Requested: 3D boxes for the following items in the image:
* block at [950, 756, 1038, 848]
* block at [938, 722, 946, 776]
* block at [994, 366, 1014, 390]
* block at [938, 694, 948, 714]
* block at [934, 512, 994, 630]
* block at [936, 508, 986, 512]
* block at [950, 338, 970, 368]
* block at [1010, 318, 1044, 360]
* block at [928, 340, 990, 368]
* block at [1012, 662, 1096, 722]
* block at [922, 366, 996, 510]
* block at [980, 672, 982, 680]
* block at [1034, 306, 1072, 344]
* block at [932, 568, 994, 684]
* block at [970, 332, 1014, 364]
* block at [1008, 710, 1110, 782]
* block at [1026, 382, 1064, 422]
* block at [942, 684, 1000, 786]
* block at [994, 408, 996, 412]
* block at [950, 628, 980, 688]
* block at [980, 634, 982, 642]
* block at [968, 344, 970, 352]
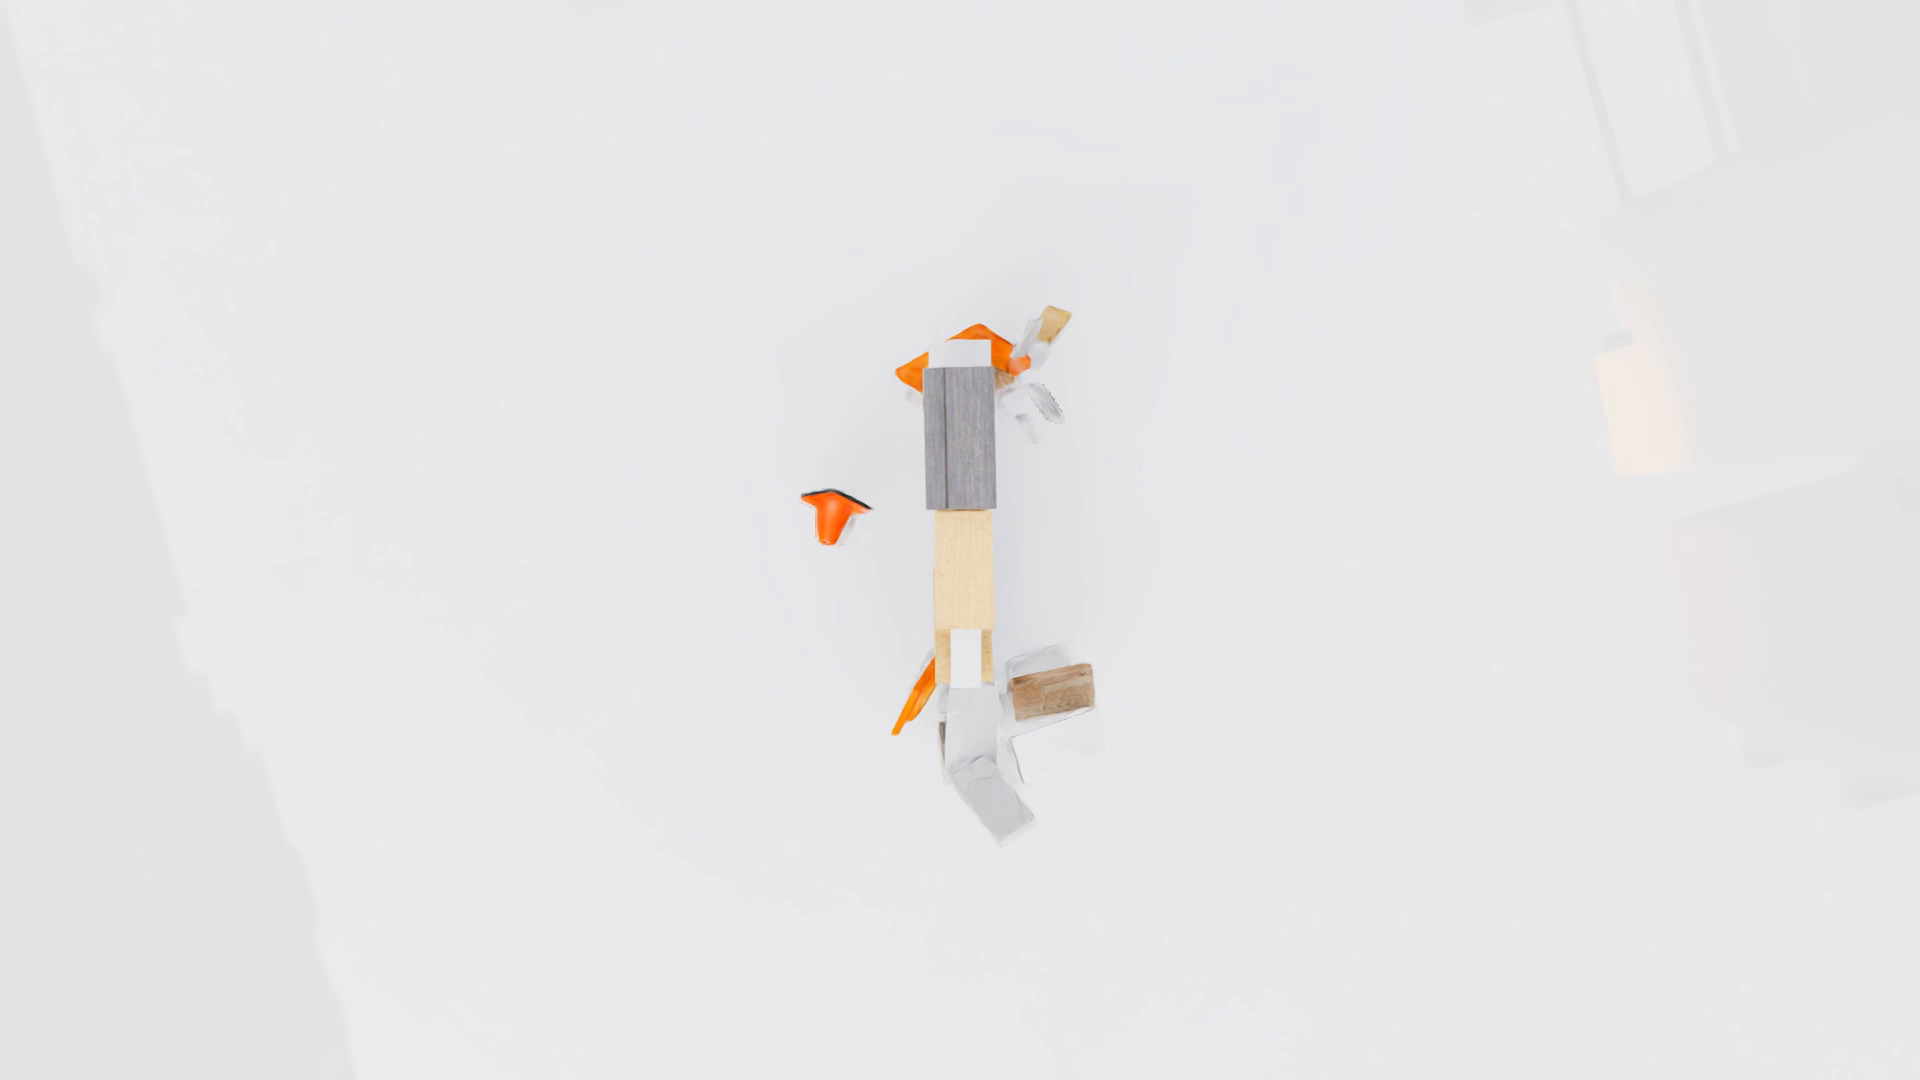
[{"bbox_3d":[0.097,0.778,4.918,0.135,0.038,0.271,-30,53,-15],"label":"block"},{"bbox_3d":[0.014,0.672,5.281,0.157,0.428,0.044,5,99,-3],"label":"block"},{"bbox_3d":[0.106,-0.490,4.984,0.064,0.129,0.018,-24,69,24],"label":"block"},{"bbox_3d":[0.024,0.525,5.298,0.157,0.313,0.044,2,80,-7],"label":"block"},{"bbox_3d":[0.011,0.075,4.104,0.145,0.041,0.290,-1,90,0],"label":"block"},{"bbox_3d":[0.004,-0.064,4.432,0.132,0.037,0.264,0,91,0],"label":"block"},{"bbox_3d":[-0.001,-0.469,4.260,0.049,0.014,0.098,-2,89,1],"label":"block"},{"bbox_3d":[0.202,-0.607,4.967,0.018,0.064,0.129,41,123,19],"label":"block"},{"bbox_3d":[0.000,-0.366,4.386,0.162,0.046,0.325,-1,88,0],"label":"block"},{"bbox_3d":[0.284,0.467,5.038,0.271,0.038,0.135,-15,72,34],"label":"block"},{"bbox_3d":[0.000,-0.246,3.996,0.171,0.048,0.342,-1,90,0],"label":"block"},{"bbox_3d":[0.015,0.356,4.358,0.078,0.157,0.022,-1,89,-1],"label":"block"},{"bbox_3d":[0.276,-0.667,5.106,0.080,0.023,0.159,22,45,17],"label":"block"},{"bbox_3d":[0.008,0.229,4.457,0.155,0.044,0.310,-1,91,-1],"label":"block"},{"bbox_3d":[0.108,-0.628,5.411,0.023,0.159,0.080,-31,63,40],"label":"block"},{"bbox_3d":[0.292,0.606,4.852,0.271,0.038,0.135,-17,86,-12],"label":"block"},{"bbox_3d":[0.253,-0.412,4.915,0.018,0.064,0.129,-44,61,23],"label":"block"},{"bbox_3d":[0.035,0.602,5.074,0.157,0.044,0.313,5,69,-4],"label":"block"},{"bbox_3d":[0.023,-0.389,5.230,0.153,0.539,0.043,-27,94,0],"label":"block"},{"bbox_3d":[0.015,0.303,4.267,0.078,0.022,0.157,0,91,-1],"label":"block"},{"bbox_3d":[0.015,0.254,4.357,0.078,0.157,0.022,-1,89,-1],"label":"block"},{"bbox_3d":[-0.001,-0.502,4.317,0.049,0.098,0.014,-1,90,1],"label":"block"}]
